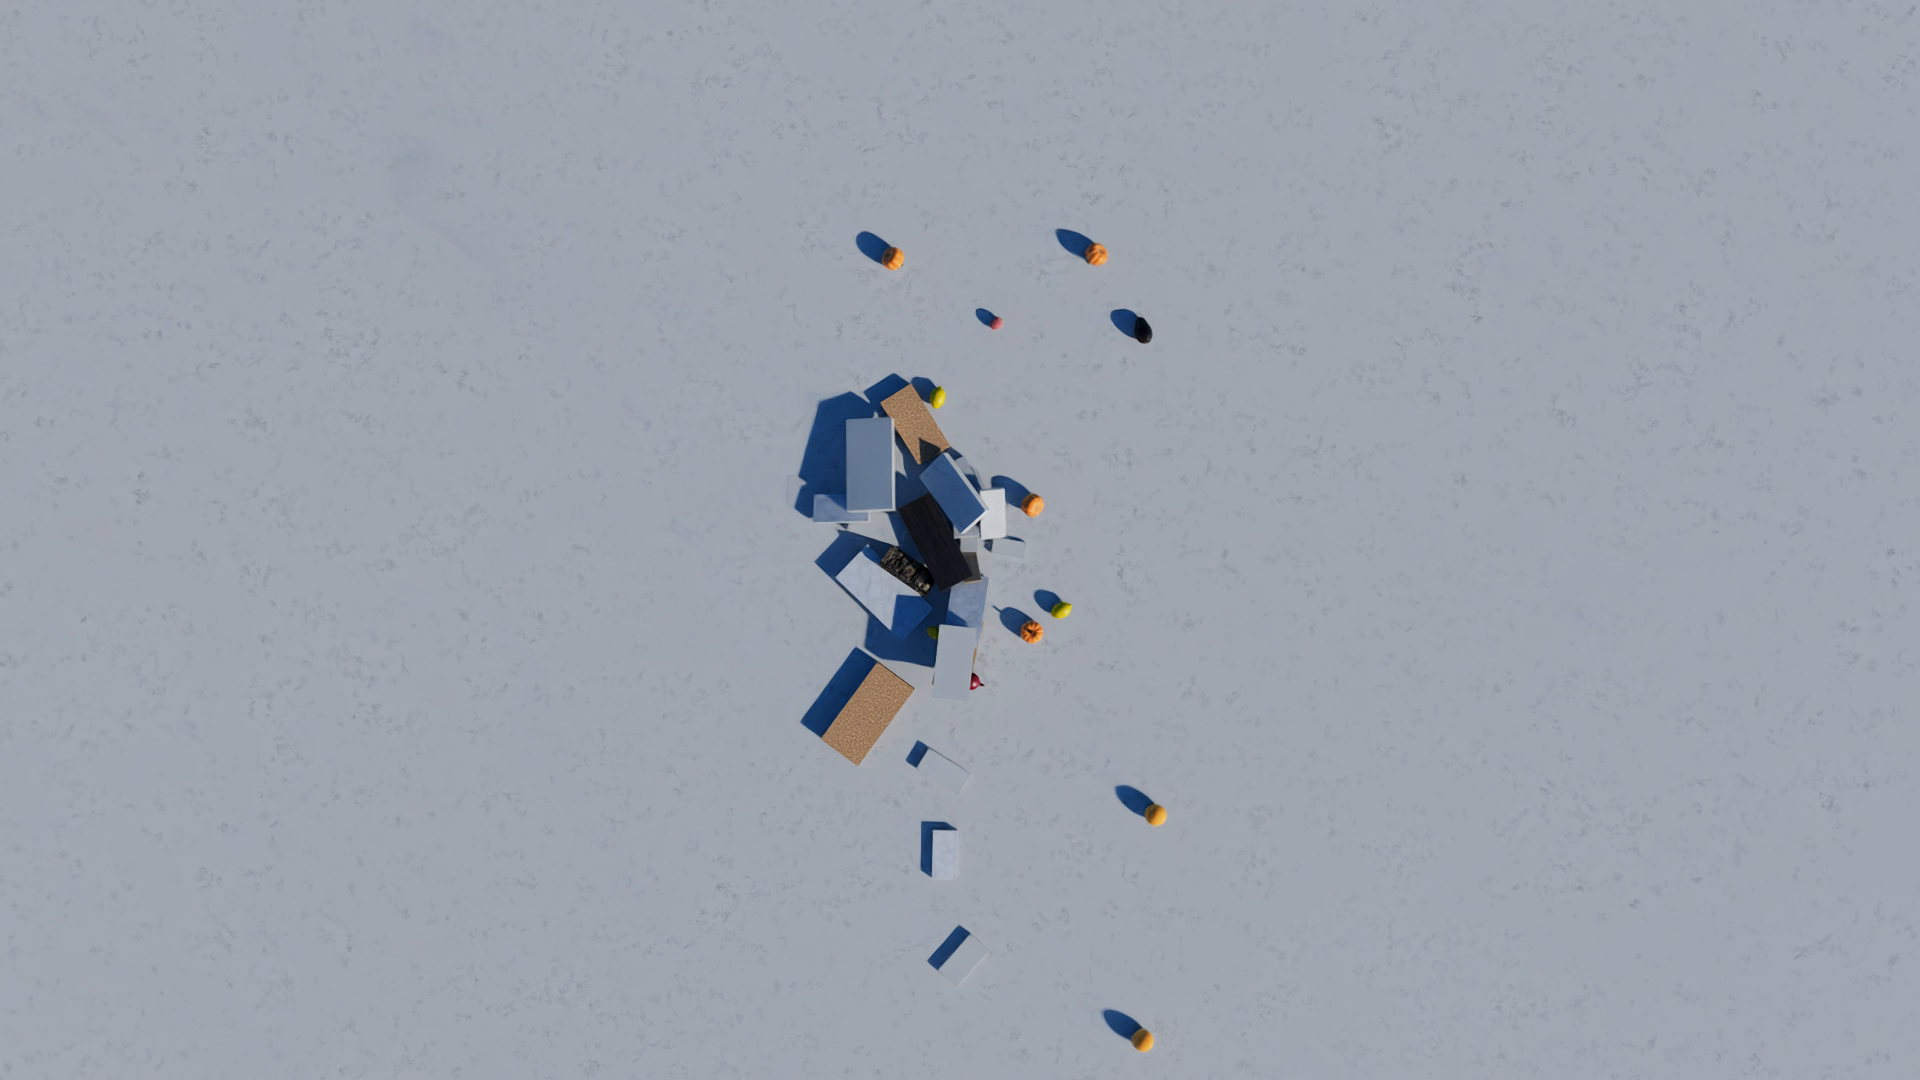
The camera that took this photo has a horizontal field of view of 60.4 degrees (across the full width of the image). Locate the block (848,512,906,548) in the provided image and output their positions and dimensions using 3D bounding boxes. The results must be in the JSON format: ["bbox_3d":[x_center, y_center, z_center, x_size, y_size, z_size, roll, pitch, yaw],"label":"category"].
[{"bbox_3d":[-0.272,-0.049,5.487,0.187,0.027,0.094,17,90,0],"label":"block"}]

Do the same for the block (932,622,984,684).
[{"bbox_3d":[-0.007,0.373,5.451,0.120,0.034,0.239,13,75,1],"label":"block"}]

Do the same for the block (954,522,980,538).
[{"bbox_3d":[0.016,-0.093,5.475,0.084,0.024,0.168,-5,81,0],"label":"block"}]

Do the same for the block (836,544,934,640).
[{"bbox_3d":[-0.249,0.175,5.478,0.306,0.043,0.153,44,90,0],"label":"block"}]

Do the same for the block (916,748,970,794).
[{"bbox_3d":[-0.055,0.769,5.488,0.163,0.023,0.081,32,90,0],"label":"block"}]

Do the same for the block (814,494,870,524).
[{"bbox_3d":[-0.391,-0.104,5.465,0.187,0.027,0.094,-1,82,10],"label":"block"}]

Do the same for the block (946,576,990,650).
[{"bbox_3d":[0.019,0.233,5.453,0.120,0.034,0.239,9,75,0],"label":"block"}]

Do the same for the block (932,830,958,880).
[{"bbox_3d":[-0.051,1.046,5.488,0.081,0.023,0.163,1,90,0],"label":"block"}]

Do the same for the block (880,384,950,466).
[{"bbox_3d":[-0.149,-0.384,5.483,0.122,0.034,0.243,-32,90,0],"label":"block"}]

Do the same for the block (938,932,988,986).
[{"bbox_3d":[0.011,1.397,5.488,0.081,0.023,0.163,42,90,0],"label":"block"}]

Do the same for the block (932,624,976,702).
[{"bbox_3d":[-0.019,0.401,5.388,0.120,0.034,0.239,6,88,0],"label":"block"}]

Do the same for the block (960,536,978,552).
[{"bbox_3d":[0.030,-0.016,5.483,0.055,0.016,0.111,1,80,0],"label":"block"}]

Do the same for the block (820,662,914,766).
[{"bbox_3d":[-0.306,0.577,5.478,0.153,0.043,0.316,36,90,0],"label":"block"}]

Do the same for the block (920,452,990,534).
[{"bbox_3d":[-0.019,-0.154,5.431,0.121,0.034,0.243,-42,75,25],"label":"block"}]

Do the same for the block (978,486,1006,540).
[{"bbox_3d":[0.106,-0.088,5.451,0.084,0.024,0.168,-6,111,-12],"label":"block"}]

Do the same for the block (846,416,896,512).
[{"bbox_3d":[-0.294,-0.247,5.433,0.153,0.043,0.306,-2,82,9],"label":"block"}]

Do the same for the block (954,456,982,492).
[{"bbox_3d":[0.015,-0.186,5.466,0.084,0.024,0.168,-25,81,-3],"label":"block"}]

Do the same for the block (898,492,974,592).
[{"bbox_3d":[-0.081,0.008,5.440,0.122,0.034,0.309,-28,84,2],"label":"block"}]

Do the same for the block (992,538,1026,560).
[{"bbox_3d":[0.163,0.026,5.492,0.111,0.016,0.055,11,90,0],"label":"block"}]

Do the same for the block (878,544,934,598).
[{"bbox_3d":[-0.170,0.102,5.455,0.187,0.094,0.027,34,133,-1],"label":"block"}]

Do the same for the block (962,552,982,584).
[{"bbox_3d":[0.034,0.088,5.469,0.055,0.016,0.111,-8,67,-5],"label":"block"}]
